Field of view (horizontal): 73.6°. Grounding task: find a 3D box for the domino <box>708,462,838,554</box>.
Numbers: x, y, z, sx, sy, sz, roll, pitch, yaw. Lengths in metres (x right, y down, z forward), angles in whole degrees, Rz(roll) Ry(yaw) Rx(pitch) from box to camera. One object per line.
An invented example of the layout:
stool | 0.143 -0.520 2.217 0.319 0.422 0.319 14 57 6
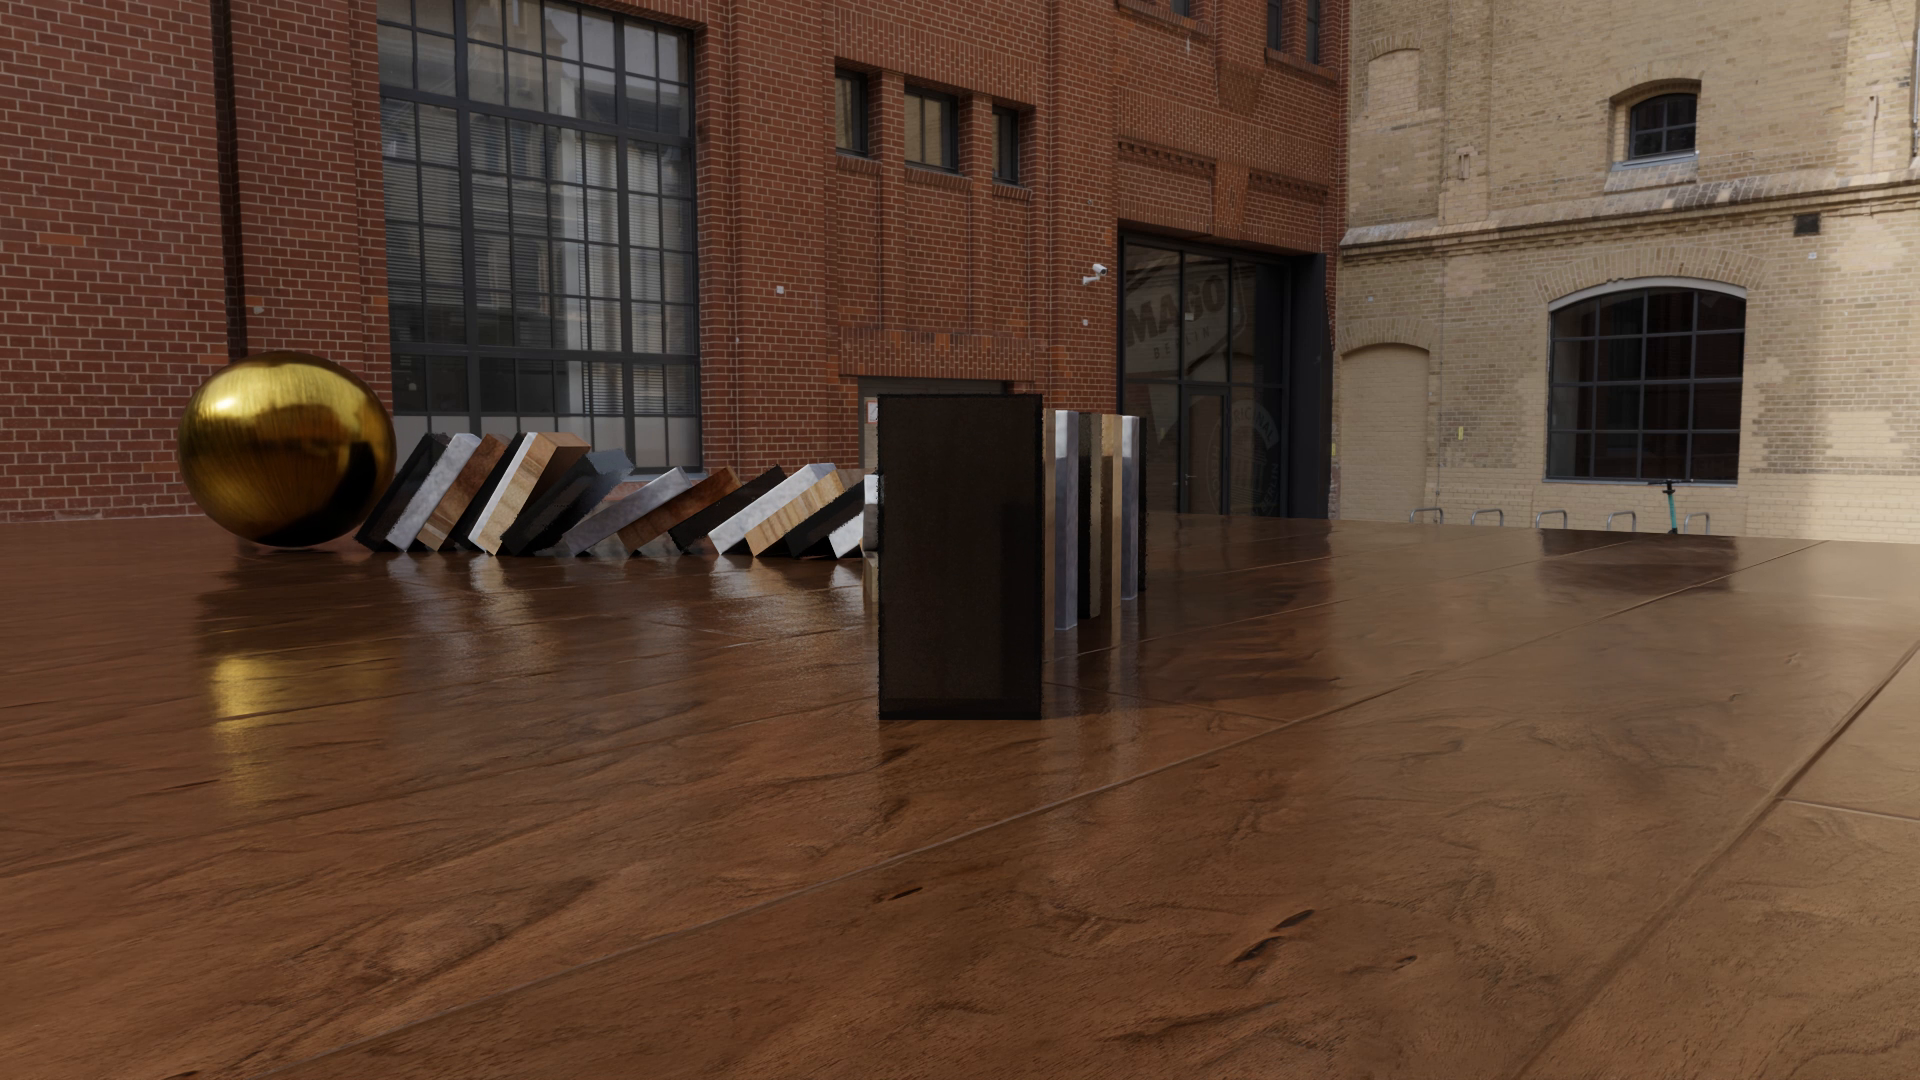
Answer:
domino | -0.071 -0.012 0.498 0.050 0.010 0.025 -33 -5 16

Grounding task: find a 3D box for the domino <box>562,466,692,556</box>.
domino | -0.129 -0.012 0.501 0.050 0.009 0.025 -31 8 -5

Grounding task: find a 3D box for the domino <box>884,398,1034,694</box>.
domino | 0.000 0.001 0.221 0.025 0.050 0.009 0 4 1

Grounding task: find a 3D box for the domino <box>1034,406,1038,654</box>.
domino | 0.003 -0.002 0.261 0.025 0.050 0.009 1 4 9

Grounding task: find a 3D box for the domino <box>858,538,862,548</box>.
domino | -0.011 -0.006 0.441 0.025 0.009 0.050 -3 -22 -36

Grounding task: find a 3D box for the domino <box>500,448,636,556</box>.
domino | -0.149 -0.014 0.487 0.050 0.009 0.025 -40 -3 18

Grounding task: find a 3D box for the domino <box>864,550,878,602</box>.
domino | -0.014 0.010 0.373 0.025 0.010 0.050 -1 4 -7

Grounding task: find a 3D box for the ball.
ball | -0.274 -0.037 0.525 0.080 0.080 0.080 0 4 0

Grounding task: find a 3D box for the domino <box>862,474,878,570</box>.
domino | -0.017 -0.004 0.393 0.025 0.010 0.050 -1 -25 -6

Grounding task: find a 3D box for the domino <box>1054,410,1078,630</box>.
domino | 0.014 -0.005 0.300 0.025 0.050 0.010 2 5 21

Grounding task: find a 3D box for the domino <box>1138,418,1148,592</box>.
domino | 0.042 -0.011 0.376 0.025 0.050 0.009 1 4 10

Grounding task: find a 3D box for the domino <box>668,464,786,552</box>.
domino | -0.091 -0.013 0.510 0.050 0.010 0.025 -31 6 -5

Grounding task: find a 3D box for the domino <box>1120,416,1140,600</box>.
domino | 0.036 -0.009 0.357 0.025 0.050 0.010 1 5 19

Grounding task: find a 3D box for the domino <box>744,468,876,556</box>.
domino | -0.055 -0.010 0.483 0.050 0.010 0.025 -33 -13 29

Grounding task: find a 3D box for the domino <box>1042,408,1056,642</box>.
domino | 0.008 -0.004 0.281 0.025 0.050 0.009 1 4 17

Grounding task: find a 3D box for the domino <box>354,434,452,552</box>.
domino | -0.221 -0.019 0.516 0.010 0.050 0.025 34 0 -8

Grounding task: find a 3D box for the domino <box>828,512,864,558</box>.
domino | -0.021 -0.009 0.462 0.050 0.010 0.025 -33 -17 30

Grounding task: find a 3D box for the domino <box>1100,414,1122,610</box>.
domino | 0.029 -0.008 0.338 0.025 0.050 0.009 2 5 21

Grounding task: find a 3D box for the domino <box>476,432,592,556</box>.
domino | -0.165 -0.018 0.497 0.010 0.050 0.025 35 11 9

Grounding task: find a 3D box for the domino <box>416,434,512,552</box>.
domino | -0.198 -0.020 0.519 0.010 0.050 0.025 34 0 -8

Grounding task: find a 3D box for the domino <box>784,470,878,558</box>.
domino | -0.038 -0.010 0.472 0.050 0.009 0.025 -32 -14 29

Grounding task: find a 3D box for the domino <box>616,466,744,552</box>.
domino | -0.110 -0.013 0.506 0.050 0.010 0.025 -31 6 -5

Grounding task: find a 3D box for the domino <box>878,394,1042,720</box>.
domino | 0.000 0.002 0.201 0.025 0.050 0.009 0 4 0

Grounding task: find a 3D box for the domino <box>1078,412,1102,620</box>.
domino | 0.022 -0.006 0.319 0.025 0.050 0.010 2 5 22

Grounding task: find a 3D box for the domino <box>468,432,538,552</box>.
domino | -0.173 -0.019 0.511 0.009 0.050 0.025 35 11 9

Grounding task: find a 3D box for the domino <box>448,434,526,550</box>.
domino | -0.185 -0.020 0.521 0.010 0.050 0.025 35 3 -2

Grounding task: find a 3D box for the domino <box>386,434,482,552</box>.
domino | -0.210 -0.020 0.517 0.009 0.050 0.025 34 0 -8
